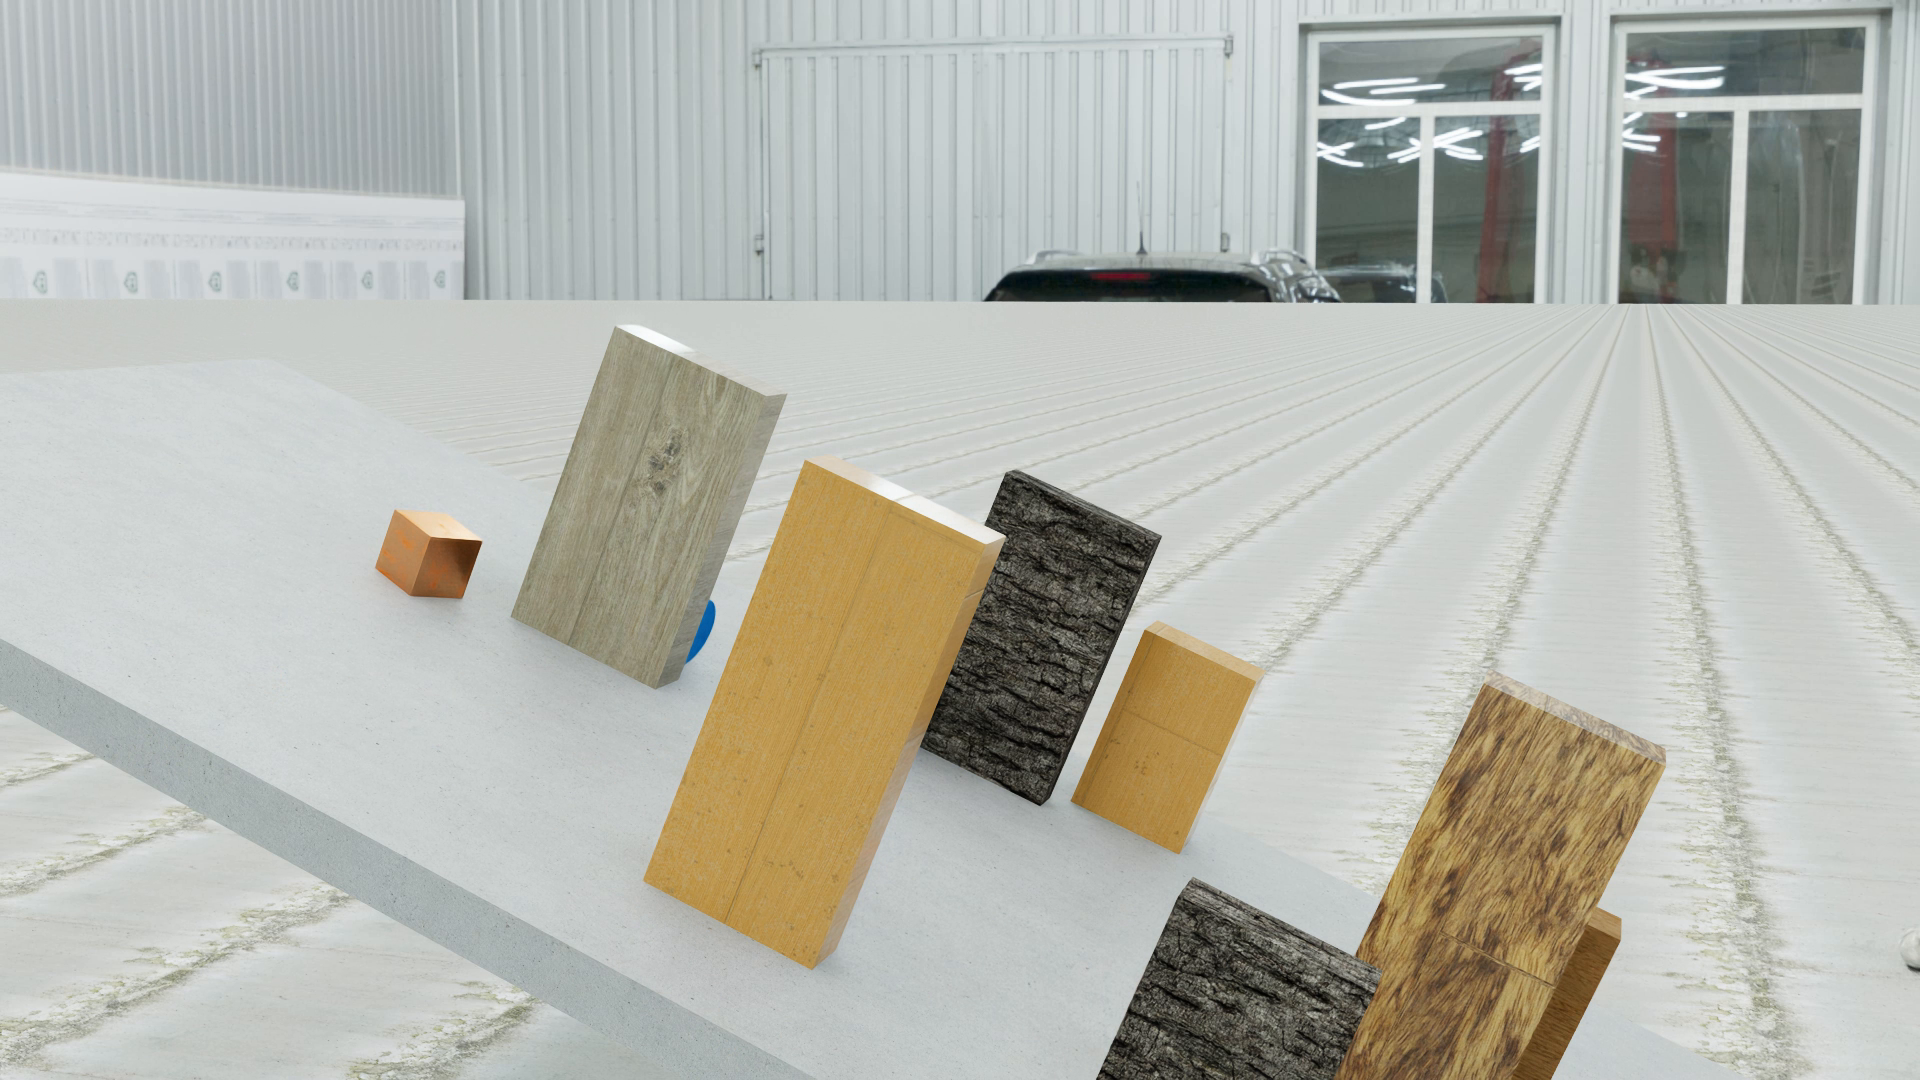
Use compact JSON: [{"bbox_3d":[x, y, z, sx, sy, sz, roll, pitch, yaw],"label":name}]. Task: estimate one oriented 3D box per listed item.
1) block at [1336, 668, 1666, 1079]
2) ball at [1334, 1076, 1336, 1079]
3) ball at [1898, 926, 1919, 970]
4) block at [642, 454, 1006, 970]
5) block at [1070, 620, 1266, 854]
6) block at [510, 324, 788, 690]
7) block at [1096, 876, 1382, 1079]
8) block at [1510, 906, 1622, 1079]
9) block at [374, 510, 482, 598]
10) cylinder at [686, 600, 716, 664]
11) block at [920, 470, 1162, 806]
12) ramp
[{"bbox_3d":[0.835,0.639,3.593,0.302,0.795,0.139,25,13,13],"label":"block"},{"bbox_3d":[0.532,0.857,3.548,0.147,0.147,0.147,0,7,0],"label":"ball"},{"bbox_3d":[2.566,1.088,5.865,0.114,0.114,0.114,0,7,0],"label":"ball"},{"bbox_3d":[-0.219,0.271,3.466,0.313,0.742,0.110,25,13,13],"label":"block"},{"bbox_3d":[0.445,0.420,4.701,0.257,0.413,0.129,25,13,13],"label":"block"},{"bbox_3d":[-0.626,-0.068,4.404,0.345,0.638,0.113,25,13,13],"label":"block"},{"bbox_3d":[0.352,0.752,3.058,0.288,0.474,0.100,25,13,13],"label":"block"},{"bbox_3d":[0.908,0.797,3.880,0.346,0.436,0.134,25,13,13],"label":"block"},{"bbox_3d":[-1.069,0.029,4.424,0.130,0.130,0.130,31,16,36],"label":"block"},{"bbox_3d":[-0.618,0.160,4.581,0.155,0.155,0.155,27,17,20],"label":"cylinder"},{"bbox_3d":[0.143,0.204,4.616,0.340,0.617,0.083,25,13,13],"label":"block"},{"bbox_3d":[-0.299,0.526,4.190,4.000,0.100,2.000,25,13,13],"label":"ramp"}]
